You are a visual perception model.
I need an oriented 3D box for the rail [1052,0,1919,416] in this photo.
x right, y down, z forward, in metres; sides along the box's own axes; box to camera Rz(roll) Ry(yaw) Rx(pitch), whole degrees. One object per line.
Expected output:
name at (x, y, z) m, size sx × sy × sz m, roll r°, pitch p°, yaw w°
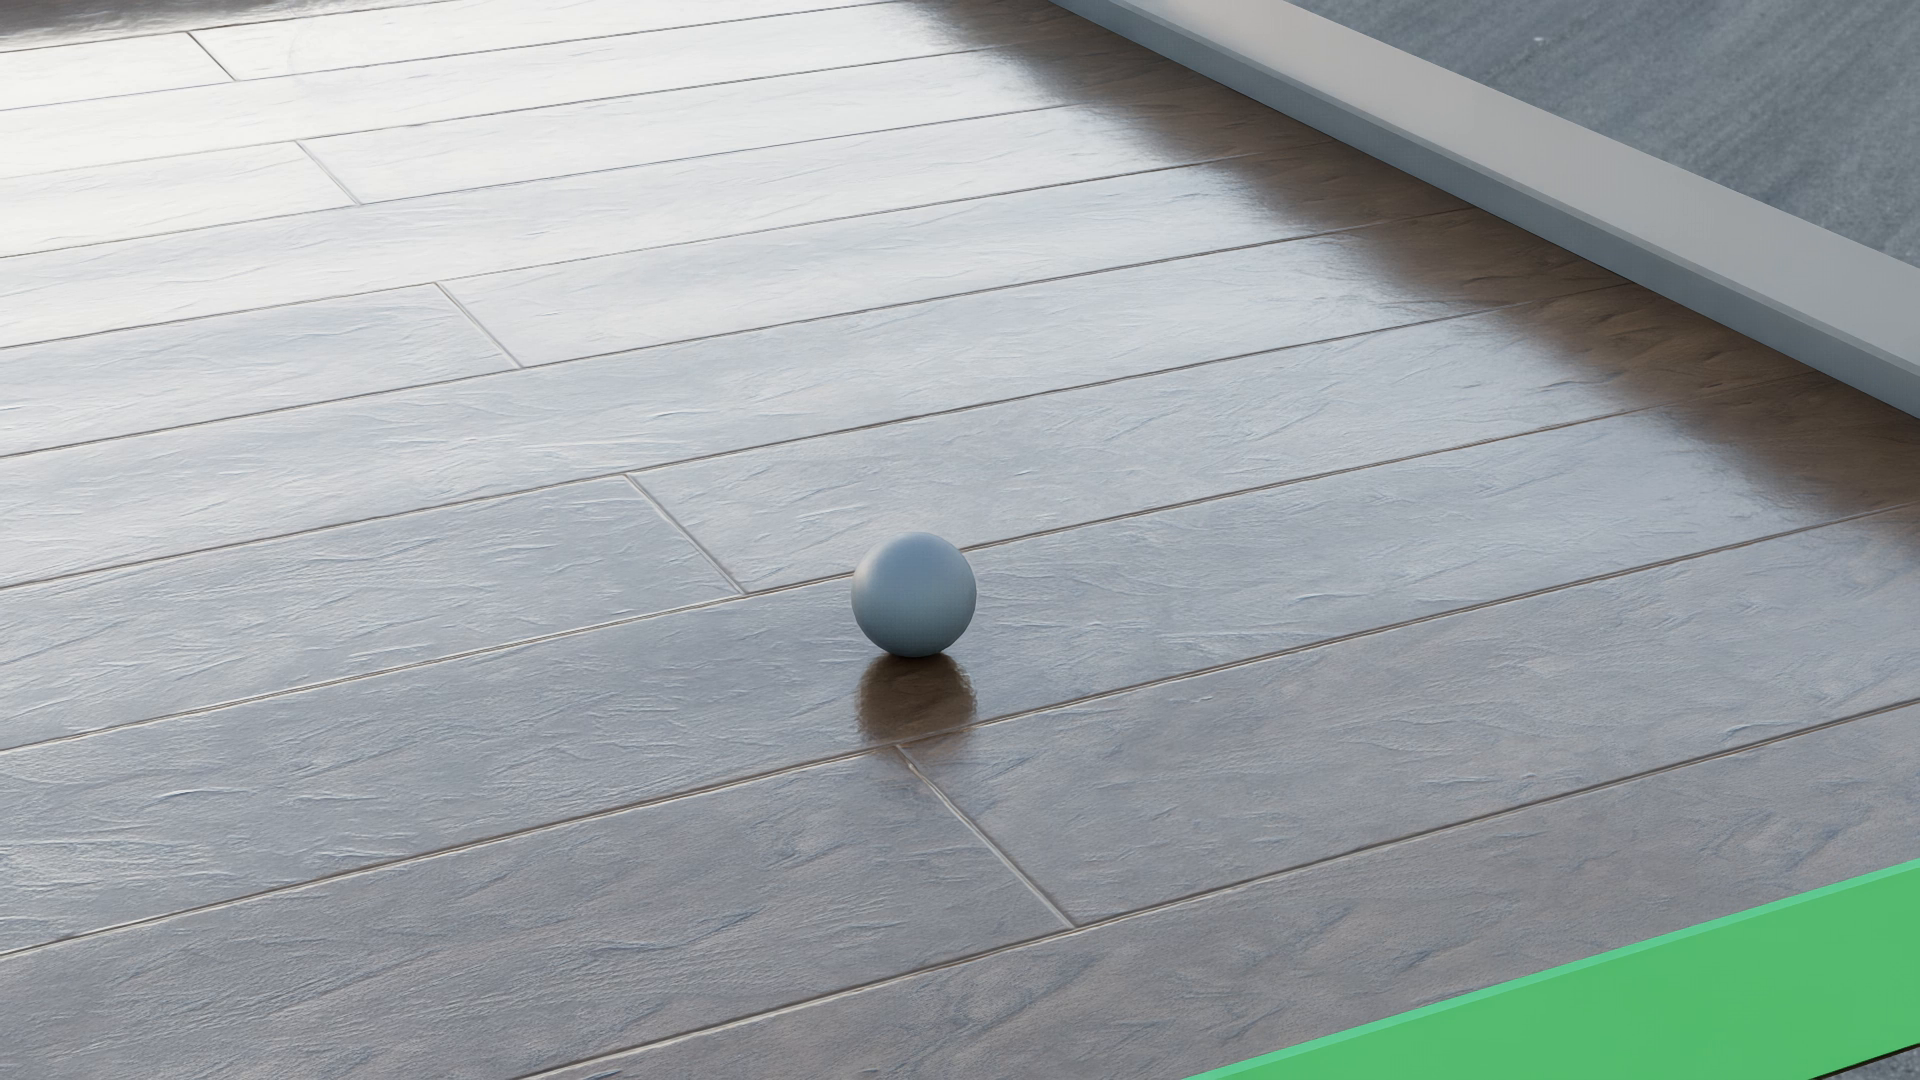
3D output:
rail at (0.401, -0.467, 3.079) m, size 0.045 × 0.122 × 3.060 m, roll -12°, pitch 27°, yaw -24°

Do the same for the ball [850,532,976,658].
ball at (-0.032, 0.037, 2.027) m, size 0.087 × 0.087 × 0.087 m, roll 0°, pitch 25°, yaw 0°

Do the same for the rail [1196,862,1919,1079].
rail at (0.329, 0.251, 1.519) m, size 1.701 × 0.122 × 0.045 m, roll -12°, pitch 27°, yaw -24°
